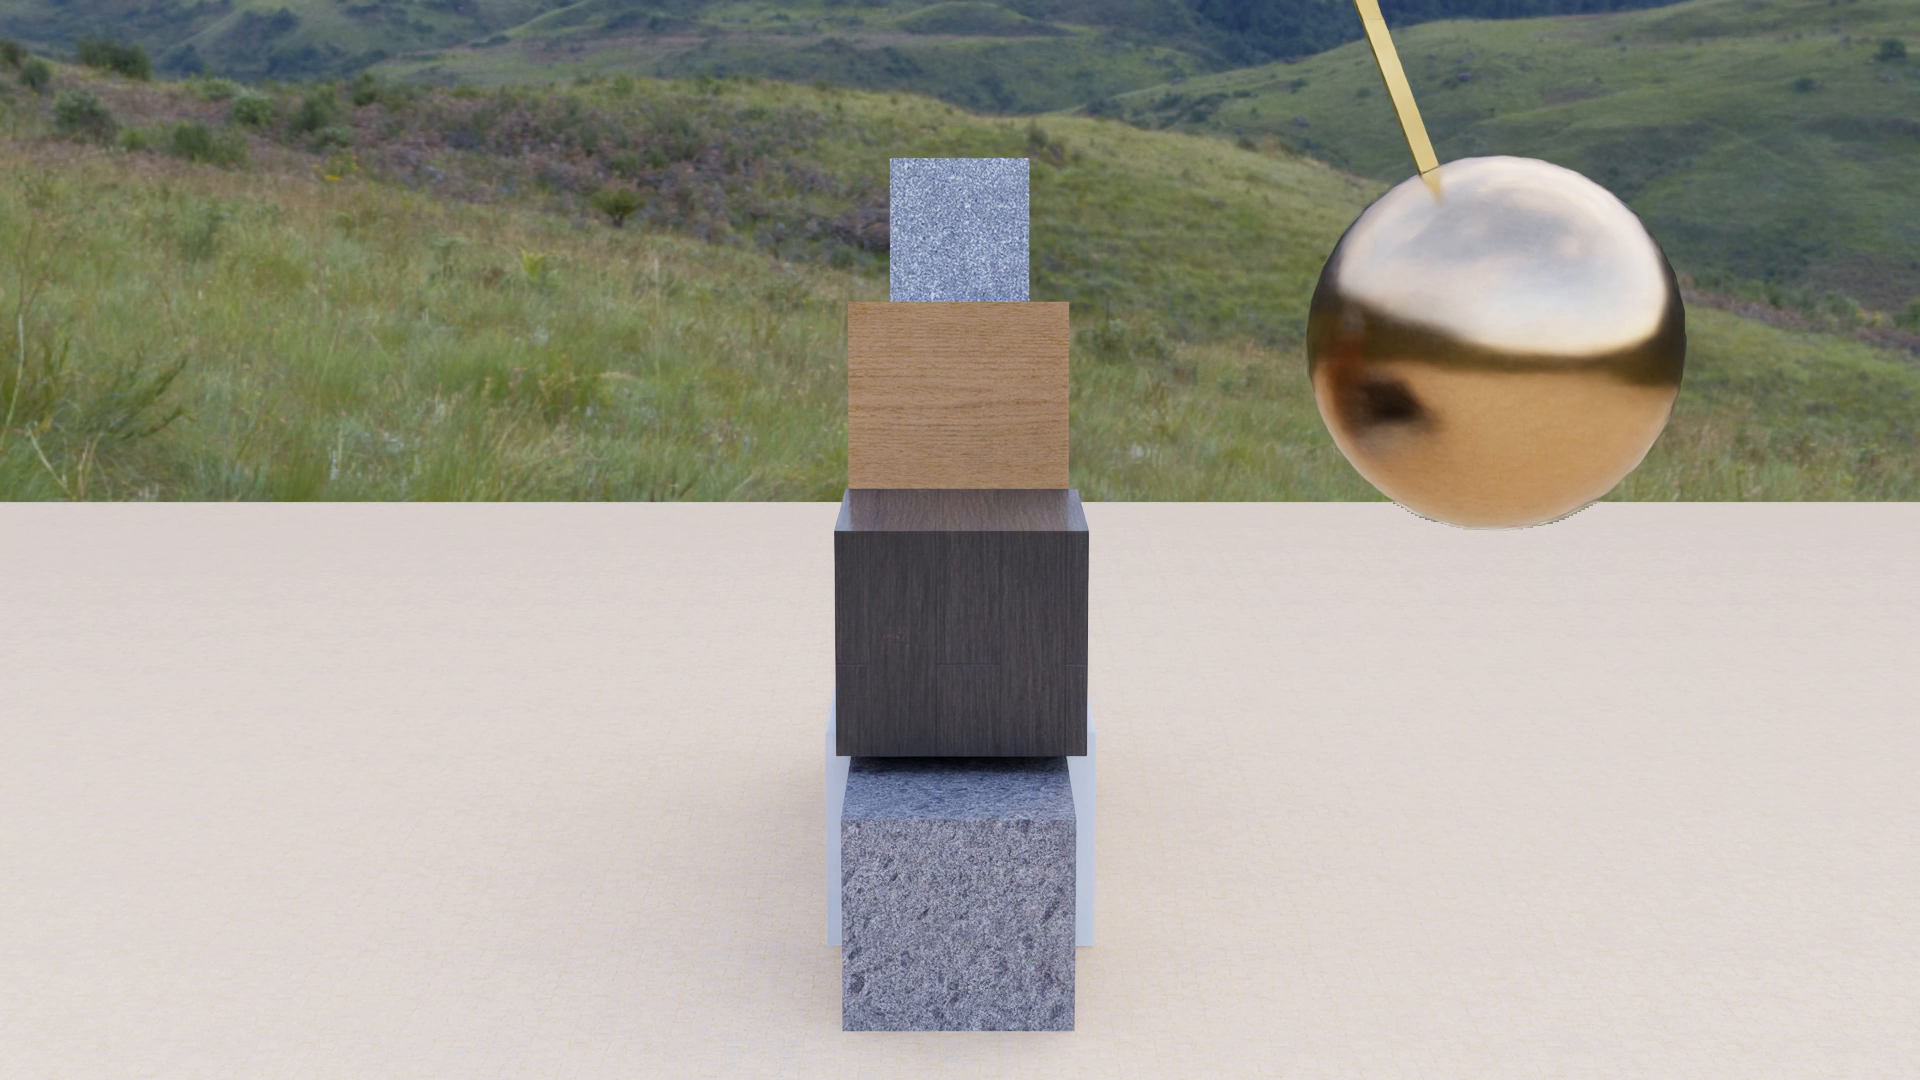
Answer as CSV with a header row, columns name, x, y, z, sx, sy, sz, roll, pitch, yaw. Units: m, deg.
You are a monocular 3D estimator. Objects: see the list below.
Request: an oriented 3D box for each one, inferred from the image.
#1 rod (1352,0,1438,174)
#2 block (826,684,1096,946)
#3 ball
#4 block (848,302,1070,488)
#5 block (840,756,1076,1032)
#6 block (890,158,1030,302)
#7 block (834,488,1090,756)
name,x,y,z,sx,sy,sz,roll,pitch,yaw
rod,0.994,-3.938,10.464,0.080,5.200,0.080,-22,10,4
block,0.003,1.130,10.844,1.088,0.896,0.937,0,10,0
ball,2.295,-0.847,11.026,1.600,1.600,1.600,0,10,0
block,-0.006,-0.623,11.162,0.925,0.783,0.808,0,2,0
block,-0.005,1.341,9.918,0.863,0.813,0.940,0,10,0
block,-0.002,-1.317,11.112,0.587,0.607,0.593,0,2,0
block,0.006,0.312,10.362,0.973,0.888,1.010,0,10,0
